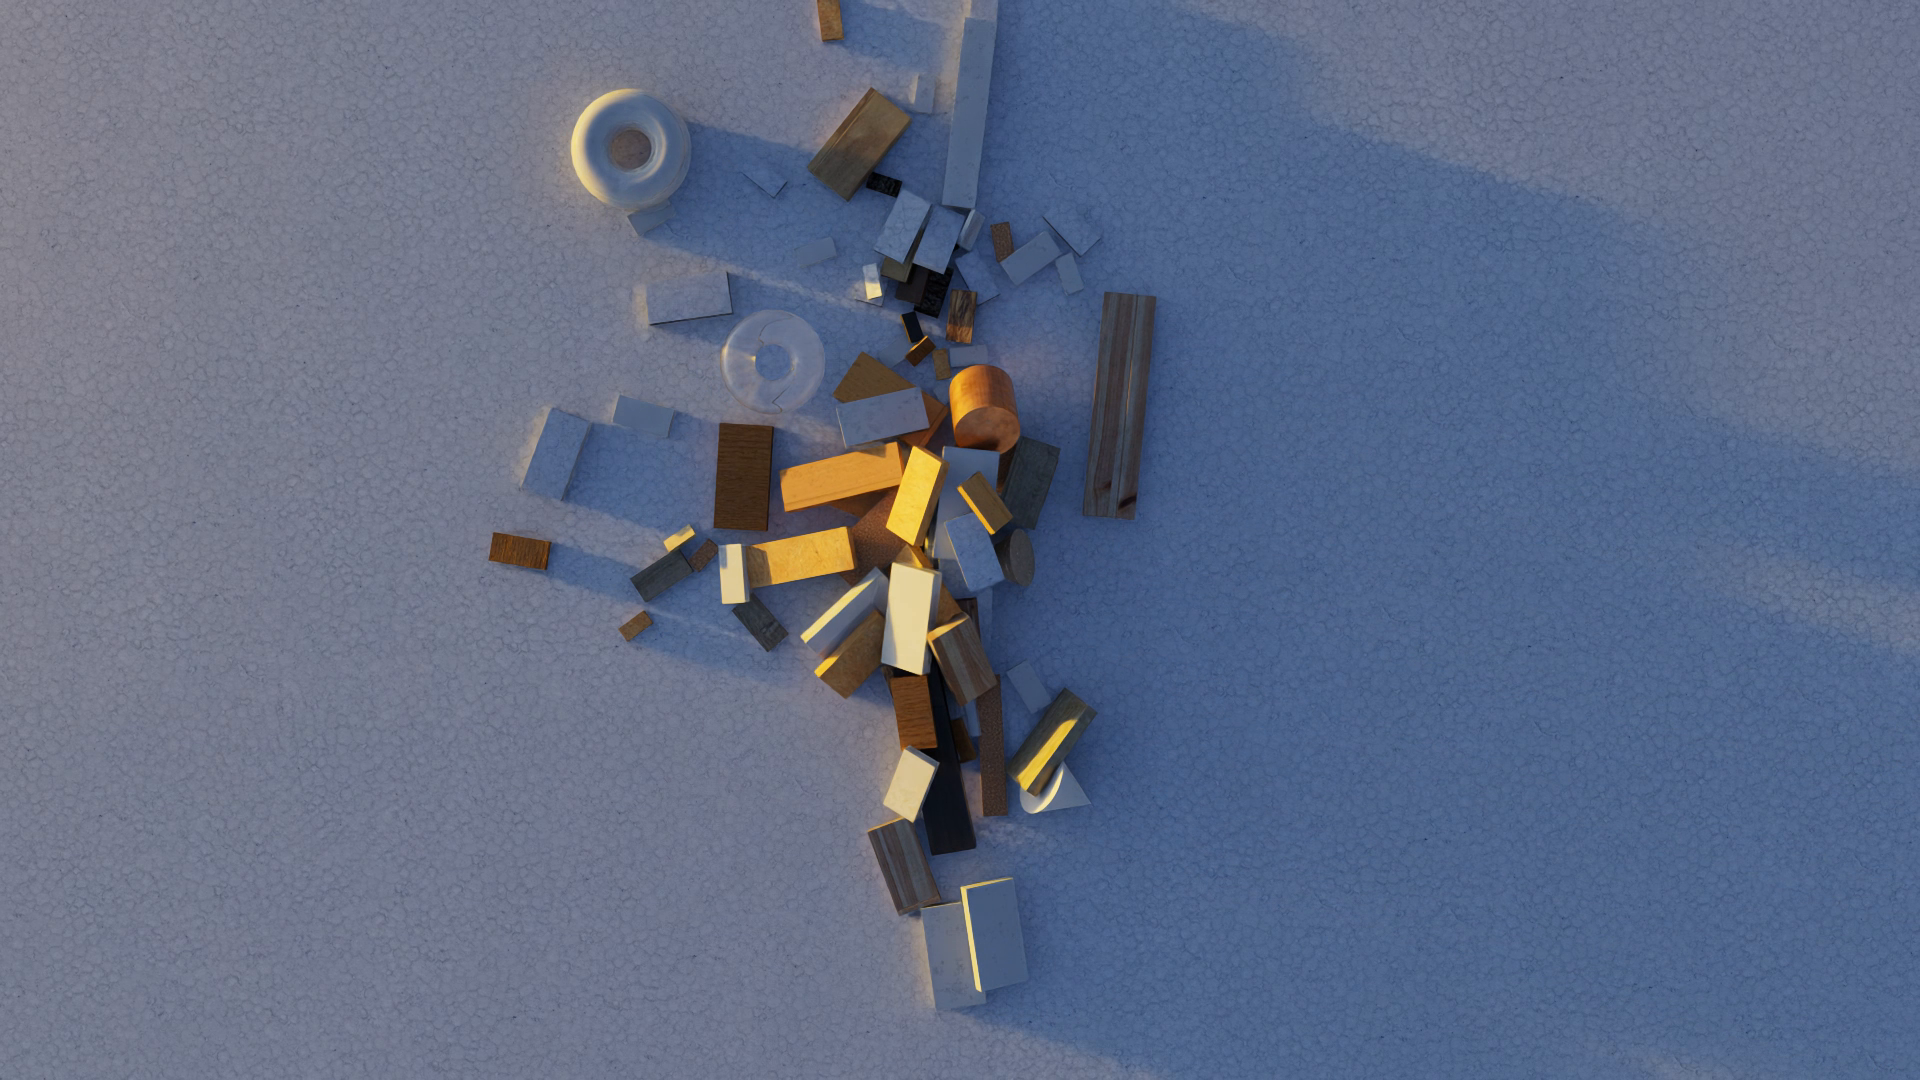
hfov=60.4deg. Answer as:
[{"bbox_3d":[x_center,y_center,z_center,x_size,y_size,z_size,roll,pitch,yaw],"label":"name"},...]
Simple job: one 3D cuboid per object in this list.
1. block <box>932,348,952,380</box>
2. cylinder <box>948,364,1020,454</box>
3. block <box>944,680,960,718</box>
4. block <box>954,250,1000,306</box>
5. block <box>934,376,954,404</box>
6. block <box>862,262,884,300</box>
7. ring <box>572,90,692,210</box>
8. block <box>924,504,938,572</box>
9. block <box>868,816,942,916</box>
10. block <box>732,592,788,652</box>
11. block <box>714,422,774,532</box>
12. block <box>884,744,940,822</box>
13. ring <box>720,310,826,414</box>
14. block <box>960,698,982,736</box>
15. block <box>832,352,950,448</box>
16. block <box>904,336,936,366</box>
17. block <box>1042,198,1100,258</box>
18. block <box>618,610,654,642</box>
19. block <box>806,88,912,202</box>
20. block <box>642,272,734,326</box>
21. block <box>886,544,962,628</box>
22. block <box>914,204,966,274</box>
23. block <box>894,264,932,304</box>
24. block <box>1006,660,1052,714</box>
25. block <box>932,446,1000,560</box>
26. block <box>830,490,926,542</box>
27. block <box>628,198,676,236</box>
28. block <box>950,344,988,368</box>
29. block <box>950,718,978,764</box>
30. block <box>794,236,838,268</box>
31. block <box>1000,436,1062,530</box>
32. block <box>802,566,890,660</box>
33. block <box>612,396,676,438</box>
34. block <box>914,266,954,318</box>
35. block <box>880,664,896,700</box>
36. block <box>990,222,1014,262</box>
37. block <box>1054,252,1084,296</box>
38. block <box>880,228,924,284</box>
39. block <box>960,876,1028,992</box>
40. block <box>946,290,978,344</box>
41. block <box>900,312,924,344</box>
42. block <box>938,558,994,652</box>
[{"bbox_3d":[-0.061,-0.585,5.493,0.050,0.014,0.099,-10,90,0],"label":"block"},{"bbox_3d":[0.079,-0.419,5.350,0.213,0.213,0.213,-3,134,-3],"label":"cylinder"},{"bbox_3d":[-0.040,0.520,5.472,0.071,0.020,0.142,-6,90,35],"label":"block"},{"bbox_3d":[0.056,-0.874,5.488,0.085,0.024,0.170,-27,90,0],"label":"block"},{"bbox_3d":[-0.020,-0.507,5.491,0.125,0.018,0.063,-33,90,0],"label":"block"},{"bbox_3d":[-0.286,-0.856,5.453,0.055,0.016,0.110,-9,90,31],"label":"block"},{"bbox_3d":[-1.083,-1.288,5.436,0.395,0.132,0.395,0,91,-1],"label":"ring"},{"bbox_3d":[-0.022,0.008,5.404,0.179,0.051,0.357,3,108,-12],"label":"block"},{"bbox_3d":[-0.185,1.080,5.479,0.149,0.042,0.298,-21,90,0],"label":"block"},{"bbox_3d":[-0.664,0.274,5.487,0.092,0.026,0.184,-41,90,0],"label":"block"},{"bbox_3d":[-0.718,-0.208,5.475,0.174,0.049,0.348,3,90,0],"label":"block"},{"bbox_3d":[-0.160,0.800,5.410,0.120,0.034,0.239,29,120,16],"label":"block"},{"bbox_3d":[-0.618,-0.587,5.443,0.349,0.116,0.349,0,90,-1],"label":"ring"},{"bbox_3d":[0.025,0.580,5.471,0.071,0.020,0.142,-6,95,23],"label":"block"},{"bbox_3d":[-0.228,-0.455,5.462,0.348,0.049,0.174,33,81,0],"label":"block"},{"bbox_3d":[-0.132,-0.627,5.479,0.099,0.014,0.049,-43,121,3],"label":"block"},{"bbox_3d":[0.371,-1.040,5.487,0.092,0.026,0.184,-43,90,0],"label":"block"},{"bbox_3d":[-1.080,0.286,5.493,0.104,0.015,0.052,-36,90,0],"label":"block"},{"bbox_3d":[-0.333,-1.311,5.468,0.171,0.048,0.341,39,90,5],"label":"block"},{"bbox_3d":[-0.902,-0.803,5.480,0.279,0.040,0.140,-8,90,0],"label":"block"},{"bbox_3d":[-0.119,0.164,5.380,0.287,0.041,0.144,56,131,18],"label":"block"},{"bbox_3d":[-0.067,-0.992,5.443,0.109,0.031,0.219,21,69,-3],"label":"block"},{"bbox_3d":[-0.145,-0.881,5.471,0.093,0.026,0.185,16,89,19],"label":"block"},{"bbox_3d":[0.230,0.489,5.488,0.082,0.023,0.165,-31,90,0],"label":"block"},{"bbox_3d":[0.019,-0.114,5.295,0.179,0.051,0.357,6,93,-6],"label":"block"},{"bbox_3d":[-0.247,-0.133,5.475,0.348,0.049,0.174,23,90,0],"label":"block"},{"bbox_3d":[-1.025,-1.081,5.490,0.147,0.021,0.073,-30,90,0],"label":"block"},{"bbox_3d":[0.029,-0.612,5.491,0.125,0.018,0.063,-6,90,0],"label":"block"},{"bbox_3d":[-0.003,0.668,5.473,0.071,0.020,0.142,-21,92,26],"label":"block"},{"bbox_3d":[-0.480,-0.957,5.491,0.131,0.019,0.066,-19,90,0],"label":"block"},{"bbox_3d":[0.221,-0.188,5.432,0.141,0.040,0.282,18,90,0],"label":"block"},{"bbox_3d":[-0.343,0.260,5.430,0.337,0.048,0.168,-43,127,0],"label":"block"},{"bbox_3d":[-1.052,-0.411,5.487,0.189,0.027,0.095,15,90,0],"label":"block"},{"bbox_3d":[-0.088,-0.832,5.488,0.085,0.024,0.170,19,90,0],"label":"block"},{"bbox_3d":[-0.212,0.467,5.468,0.061,0.017,0.122,-21,90,0],"label":"block"},{"bbox_3d":[0.143,-0.991,5.491,0.063,0.018,0.125,-10,90,0],"label":"block"},{"bbox_3d":[0.364,-0.886,5.491,0.063,0.018,0.125,-20,90,0],"label":"block"},{"bbox_3d":[-0.191,-0.952,5.456,0.093,0.026,0.185,19,90,6],"label":"block"},{"bbox_3d":[0.115,1.300,5.448,0.170,0.048,0.340,-9,90,-20],"label":"block"},{"bbox_3d":[0.005,-0.743,5.474,0.085,0.024,0.170,8,95,8],"label":"block"},{"bbox_3d":[-0.158,-0.707,5.480,0.049,0.014,0.099,-17,84,-20],"label":"block"},{"bbox_3d":[0.015,0.194,5.411,0.179,0.051,0.357,0,109,-5],"label":"block"}]
